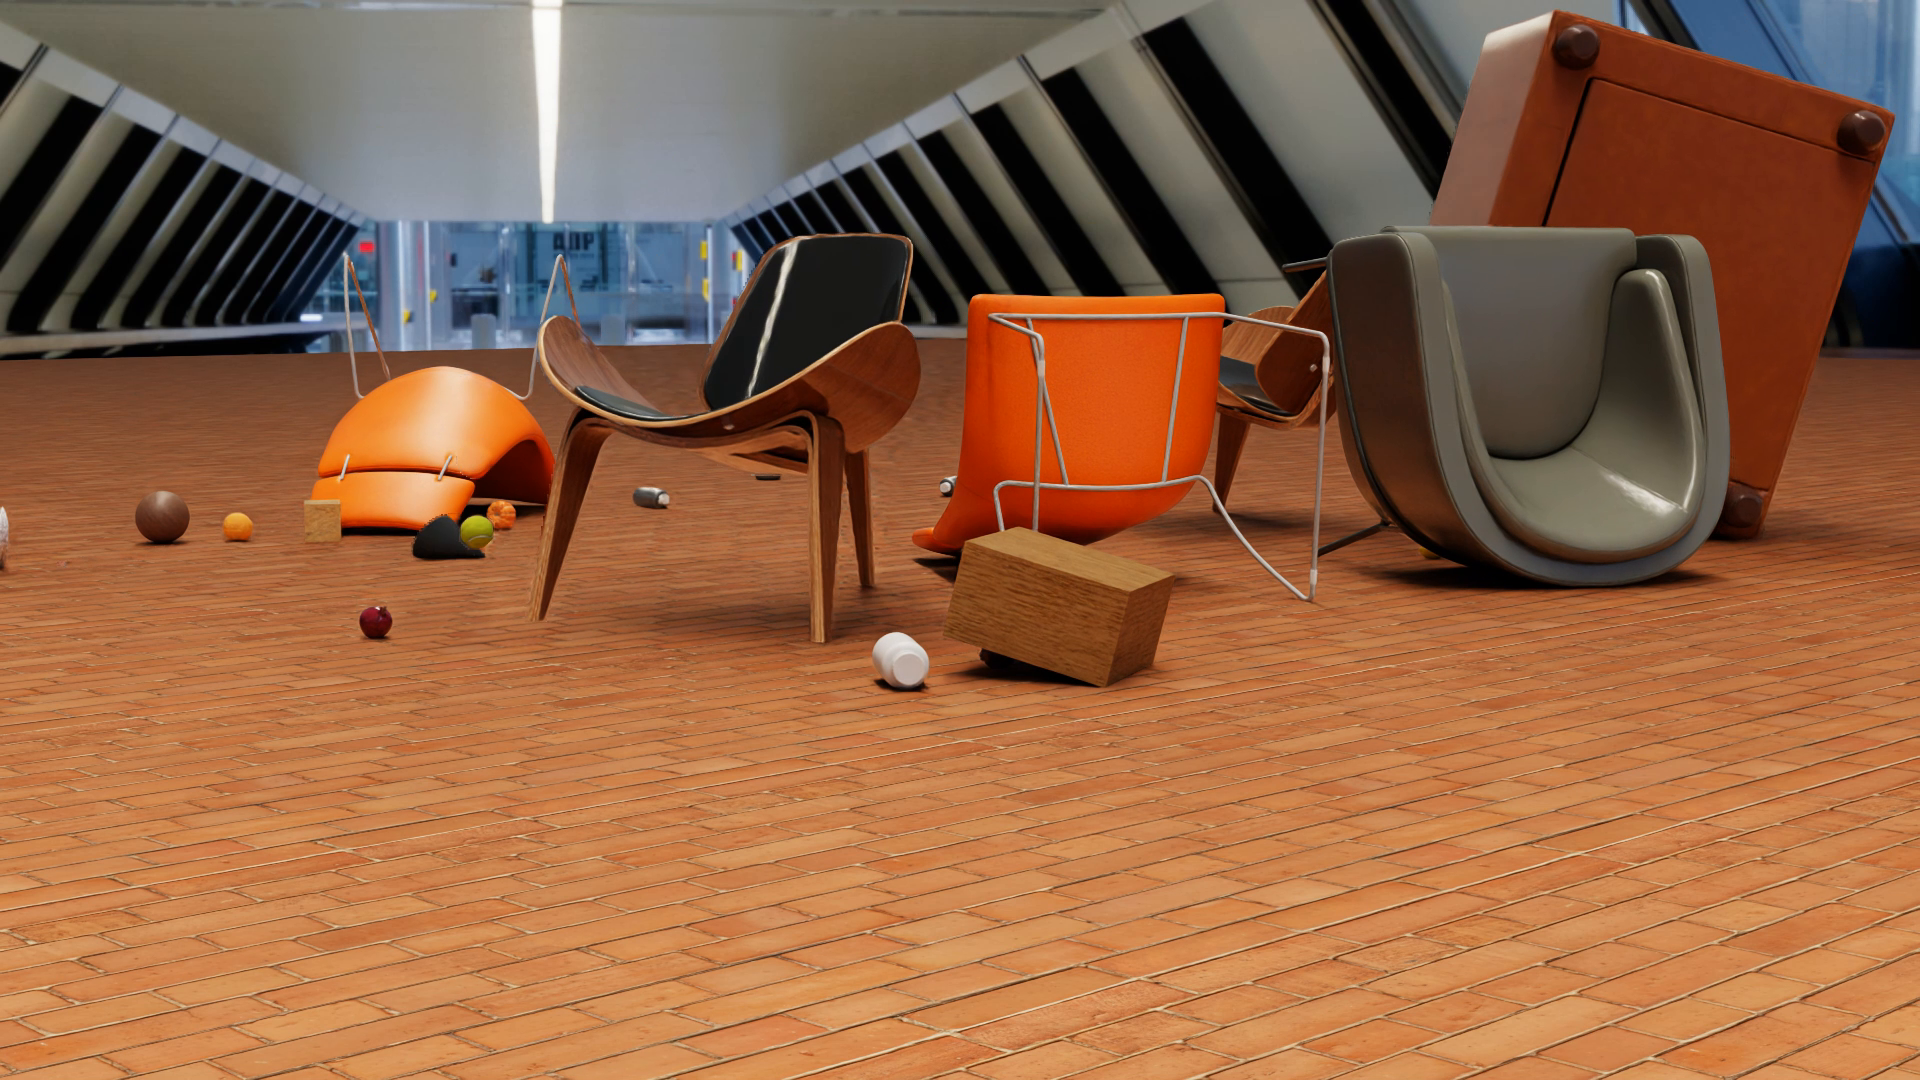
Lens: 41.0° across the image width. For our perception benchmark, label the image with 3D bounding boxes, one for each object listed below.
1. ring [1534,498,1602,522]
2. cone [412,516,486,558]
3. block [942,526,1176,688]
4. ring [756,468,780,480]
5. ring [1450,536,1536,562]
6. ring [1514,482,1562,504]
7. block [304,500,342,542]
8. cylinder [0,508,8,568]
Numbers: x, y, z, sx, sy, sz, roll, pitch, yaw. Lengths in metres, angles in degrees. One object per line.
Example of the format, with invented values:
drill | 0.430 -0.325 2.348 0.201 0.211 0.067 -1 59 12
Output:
ring | 1.638 -0.080 6.914 0.095 0.057 0.213 -7 8 -39
cone | -1.172 0.017 6.013 0.144 0.096 0.206 21 19 9
block | 0.167 0.107 4.263 0.289 0.162 0.261 17 11 19
ring | -0.623 -0.215 8.324 0.083 0.037 0.107 -1 5 4
ring | 1.236 0.021 5.958 0.200 0.053 0.171 1 5 3
ring | 1.680 -0.135 7.457 0.125 0.056 0.217 1 6 -2
block | -1.598 -0.049 6.434 0.088 0.093 0.134 -1 6 -14
cylinder | -2.259 0.000 5.732 0.225 0.127 0.169 -4 -24 -31
